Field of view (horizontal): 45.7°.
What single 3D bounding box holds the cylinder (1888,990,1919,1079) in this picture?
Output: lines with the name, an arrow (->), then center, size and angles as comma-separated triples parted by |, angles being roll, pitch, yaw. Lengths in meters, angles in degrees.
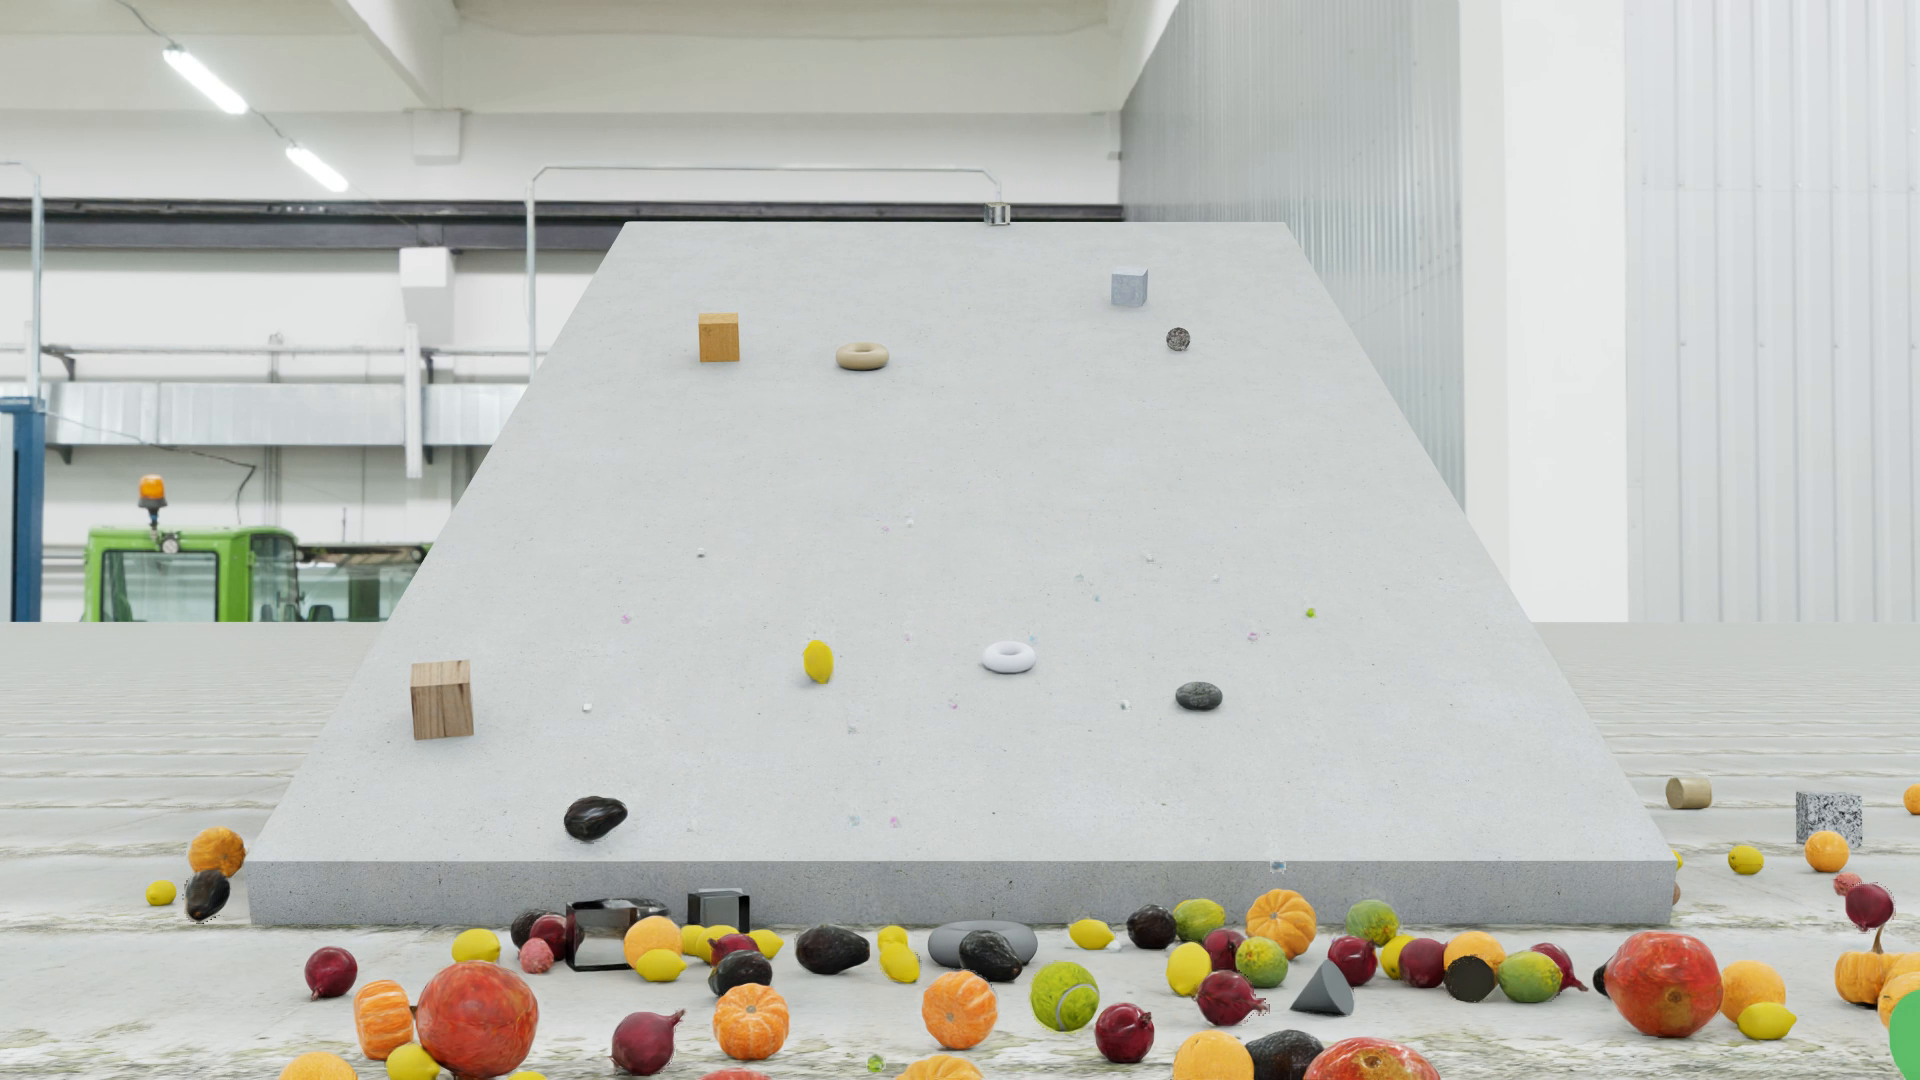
cylinder -> 0.923, 0.455, 2.082 | 0.098, 0.098, 0.098 | 1, -2, -30

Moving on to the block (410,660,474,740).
block -> -0.810, 0.250, 3.566 | 0.090, 0.090, 0.090 | -4, 21, -11

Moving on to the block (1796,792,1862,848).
block -> 1.646, 0.529, 4.314 | 0.097, 0.097, 0.097 | 0, -2, 7

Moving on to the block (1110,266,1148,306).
block -> 0.448, -0.671, 6.019 | 0.083, 0.083, 0.083 | 5, 21, 13

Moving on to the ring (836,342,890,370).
ring -> -0.234, -0.441, 5.466 | 0.130, 0.043, 0.130 | -1, 22, 0

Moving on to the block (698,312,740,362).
block -> -0.584, -0.492, 5.524 | 0.095, 0.095, 0.095 | -2, 21, -5

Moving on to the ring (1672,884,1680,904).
ring -> 1.009, 0.526, 3.406 | 0.131, 0.044, 0.131 | -1, -2, 0

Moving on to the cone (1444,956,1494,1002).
cone -> 0.581, 0.508, 2.590 | 0.055, 0.055, 0.055 | -1, -29, 18

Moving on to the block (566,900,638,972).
block -> -0.445, 0.490, 2.823 | 0.076, 0.076, 0.076 | 1, -2, -18

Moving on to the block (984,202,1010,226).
block -> 0.112, -0.985, 6.881 | 0.061, 0.061, 0.061 | -8, 22, -20

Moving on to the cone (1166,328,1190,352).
cone -> 0.541, -0.490, 5.621 | 0.059, 0.059, 0.059 | 0, -6, 9

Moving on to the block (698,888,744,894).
block -> -0.327, 0.508, 3.104 | 0.059, 0.059, 0.059 | 0, -2, -8

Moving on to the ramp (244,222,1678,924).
ramp -> -0.005, -0.213, 5.063 | 2.000, 0.100, 4.000 | 0, 21, 0

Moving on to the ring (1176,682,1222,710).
ring -> 0.384, 0.251, 3.660 | 0.077, 0.026, 0.077 | -1, 22, 0

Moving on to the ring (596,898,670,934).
ring -> -0.461, 0.519, 3.139 | 0.123, 0.041, 0.123 | 1, -2, 0

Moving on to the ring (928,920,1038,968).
ring -> 0.028, 0.506, 2.851 | 0.139, 0.046, 0.139 | -1, -1, 0

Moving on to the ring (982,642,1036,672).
ring -> 0.082, 0.196, 3.800 | 0.089, 0.030, 0.089 | -1, 21, 0

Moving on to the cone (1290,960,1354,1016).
cone -> 0.388, 0.503, 2.498 | 0.064, 0.064, 0.064 | -31, -16, 25

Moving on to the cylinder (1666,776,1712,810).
cylinder -> 1.638, 0.568, 5.115 | 0.072, 0.072, 0.072 | 1, -2, -16

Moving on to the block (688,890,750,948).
block -> -0.321, 0.503, 3.027 | 0.064, 0.064, 0.064 | 1, -2, -26
